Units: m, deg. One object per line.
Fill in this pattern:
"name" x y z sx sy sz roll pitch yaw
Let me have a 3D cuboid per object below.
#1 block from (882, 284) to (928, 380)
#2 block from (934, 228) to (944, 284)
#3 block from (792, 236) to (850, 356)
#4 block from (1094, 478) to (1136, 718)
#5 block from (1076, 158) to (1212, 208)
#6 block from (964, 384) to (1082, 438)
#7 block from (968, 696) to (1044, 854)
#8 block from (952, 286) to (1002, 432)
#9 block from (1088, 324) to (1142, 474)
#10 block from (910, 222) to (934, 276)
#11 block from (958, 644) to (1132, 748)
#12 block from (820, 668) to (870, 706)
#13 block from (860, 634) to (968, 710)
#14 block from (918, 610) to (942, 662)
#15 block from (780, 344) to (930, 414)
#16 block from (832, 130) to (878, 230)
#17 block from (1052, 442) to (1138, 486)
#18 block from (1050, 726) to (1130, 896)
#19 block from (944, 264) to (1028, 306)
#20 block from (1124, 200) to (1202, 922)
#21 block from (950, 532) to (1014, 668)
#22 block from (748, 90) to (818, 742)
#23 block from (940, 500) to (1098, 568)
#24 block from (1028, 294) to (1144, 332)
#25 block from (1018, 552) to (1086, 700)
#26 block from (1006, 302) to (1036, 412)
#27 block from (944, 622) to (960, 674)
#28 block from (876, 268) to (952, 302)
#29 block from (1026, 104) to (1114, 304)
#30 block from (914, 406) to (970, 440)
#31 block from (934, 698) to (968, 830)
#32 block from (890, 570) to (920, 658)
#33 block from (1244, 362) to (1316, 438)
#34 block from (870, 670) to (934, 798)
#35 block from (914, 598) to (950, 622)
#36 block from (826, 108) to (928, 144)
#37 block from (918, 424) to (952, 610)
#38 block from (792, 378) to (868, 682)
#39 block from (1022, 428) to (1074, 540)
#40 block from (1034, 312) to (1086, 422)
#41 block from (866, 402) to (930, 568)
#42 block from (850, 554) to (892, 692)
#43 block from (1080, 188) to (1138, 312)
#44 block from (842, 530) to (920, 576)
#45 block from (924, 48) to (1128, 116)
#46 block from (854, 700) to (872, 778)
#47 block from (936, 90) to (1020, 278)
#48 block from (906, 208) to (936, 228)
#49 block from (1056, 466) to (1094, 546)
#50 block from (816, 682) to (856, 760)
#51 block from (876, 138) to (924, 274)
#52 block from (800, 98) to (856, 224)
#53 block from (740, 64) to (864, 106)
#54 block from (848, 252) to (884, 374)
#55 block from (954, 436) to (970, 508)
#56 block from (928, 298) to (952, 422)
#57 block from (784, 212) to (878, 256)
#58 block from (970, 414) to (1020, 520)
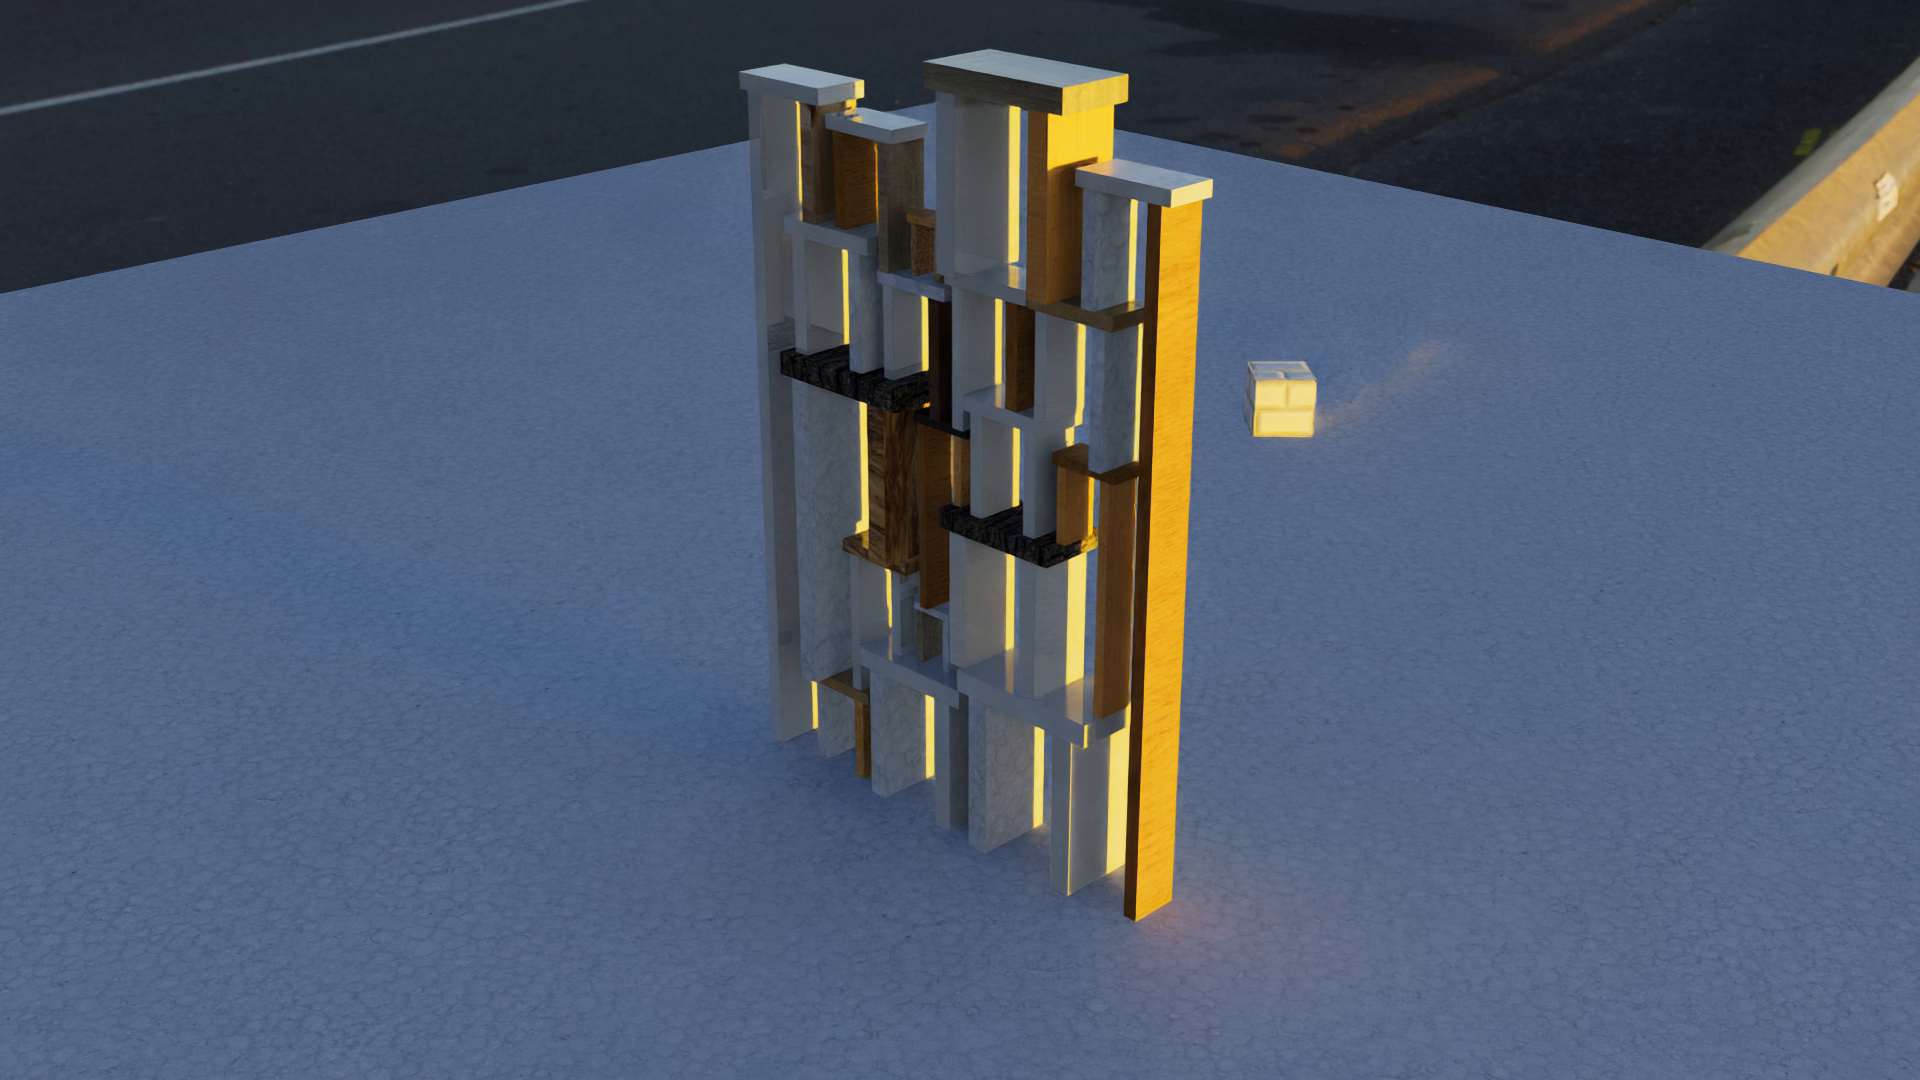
"block" -0.103 -0.403 4.169 0.026 0.183 0.091 21 31 41
"block" -0.024 -0.524 4.024 0.050 0.101 0.014 -20 31 -38
"block" -0.270 -0.490 4.307 0.033 0.236 0.118 21 31 41
"block" 0.279 0.101 3.968 0.021 0.464 0.075 21 31 40
"block" 0.303 -0.592 3.642 0.209 0.030 0.104 21 31 41
"block" 0.113 -0.237 3.999 0.101 0.029 0.202 -21 31 -41
"block" 0.091 0.434 4.317 0.047 0.328 0.164 21 31 41
"block" 0.031 -0.343 4.045 0.101 0.272 0.029 -21 31 -41
"block" 0.270 -0.252 3.820 0.028 0.260 0.100 21 31 40
"block" -0.067 -0.543 4.069 0.050 0.101 0.014 -21 31 -39
"block" 0.169 0.292 4.172 0.328 0.047 0.164 21 31 41
"block" -0.219 0.293 4.587 0.176 0.025 0.088 21 31 41
"block" -0.052 0.253 4.393 0.282 0.040 0.141 21 31 41
"block" -0.060 0.182 4.366 0.055 0.111 0.016 -21 31 -41
"block" -0.180 -0.327 4.283 0.327 0.046 0.163 21 31 41
"block" -0.194 -0.686 4.144 0.026 0.185 0.092 20 30 41
"block" 0.244 -0.136 3.905 0.075 0.021 0.149 -21 31 -41
"block" 0.246 0.495 4.174 0.047 0.328 0.164 21 31 41
"block" 0.078 -0.463 3.943 0.101 0.029 0.202 -21 31 -41
"block" 0.353 0.066 3.867 0.030 1.358 0.104 21 31 41
"block" 0.042 0.096 4.221 0.039 0.275 0.138 21 31 41
"block" -0.355 -0.228 4.507 0.114 1.399 0.032 -21 31 -41
"block" 0.107 -0.023 4.100 0.275 0.039 0.138 21 31 41
"block" 0.223 -0.404 3.809 0.100 0.028 0.200 -21 31 -40
"block" 0.172 0.147 4.102 0.039 0.275 0.138 21 31 41
"block" 0.127 -0.339 3.944 0.101 0.202 0.029 -21 31 -41
"block" -0.008 0.203 4.318 0.055 0.111 0.016 -21 31 -40
"block" -0.060 -0.482 4.088 0.091 0.026 0.183 -21 31 -40
"block" 0.188 -0.584 3.773 0.164 0.330 0.046 -21 31 -40
"block" -0.013 -0.224 4.139 0.070 0.020 0.140 -21 31 -41
"block" 0.015 0.427 4.394 0.040 0.282 0.141 21 31 41
"block" -0.095 0.134 4.390 0.026 0.181 0.090 21 31 40
"block" 0.948 -0.416 6.515 0.177 0.177 0.177 -1 23 -2
"block" -0.118 0.375 4.517 0.040 0.282 0.141 21 31 41
"block" -0.033 0.134 4.318 0.055 0.016 0.111 -21 31 -40
"block" -0.154 -0.766 4.063 0.092 0.026 0.184 -20 30 -39
"block" -0.047 -0.052 4.248 0.070 0.382 0.020 -21 30 -40
"block" -0.256 -0.034 4.490 0.046 0.653 0.163 21 31 41
"block" 0.161 -0.112 4.000 0.029 0.203 0.101 21 31 41
"block" 0.177 -0.318 3.898 0.100 0.200 0.028 -21 31 -40
"block" -0.104 -0.125 4.285 0.163 0.327 0.046 -21 31 -40
"block" -0.180 0.156 4.491 0.026 0.301 0.090 21 31 40
"block" 0.254 -0.501 3.734 0.104 0.209 0.030 -21 31 -40
"block" -0.139 0.022 4.390 0.090 0.026 0.181 -21 31 -40
"block" 0.110 -0.787 3.770 0.328 0.046 0.164 21 31 40
"block" -0.177 0.402 4.589 0.025 0.176 0.088 21 31 41
"block" 0.032 -0.644 3.914 0.164 0.328 0.046 -21 31 -40
"block" -0.046 -0.586 4.024 0.050 0.014 0.101 -20 30 -39
"block" 0.208 -0.071 3.972 0.021 0.149 0.075 21 31 41
"block" -0.261 0.369 4.665 0.025 0.176 0.088 21 31 41
"block" -0.109 -0.623 4.075 0.092 0.245 0.026 -20 30 -40
"block" -0.249 -0.725 4.179 0.114 0.229 0.032 -21 31 -40
"block" -0.302 -0.866 4.178 0.114 0.032 0.229 -21 31 -40
"block" -0.158 -0.447 4.205 0.033 0.236 0.118 21 31 40
"block" 0.020 -0.137 4.139 0.070 0.140 0.020 -21 31 -41
"block" -0.017 -0.345 4.098 0.026 0.234 0.091 20 30 40
"block" -0.214 -0.593 4.203 0.118 0.033 0.236 -21 31 -41
"block" 0.065 -0.150 4.089 0.029 0.203 0.101 21 31 41
